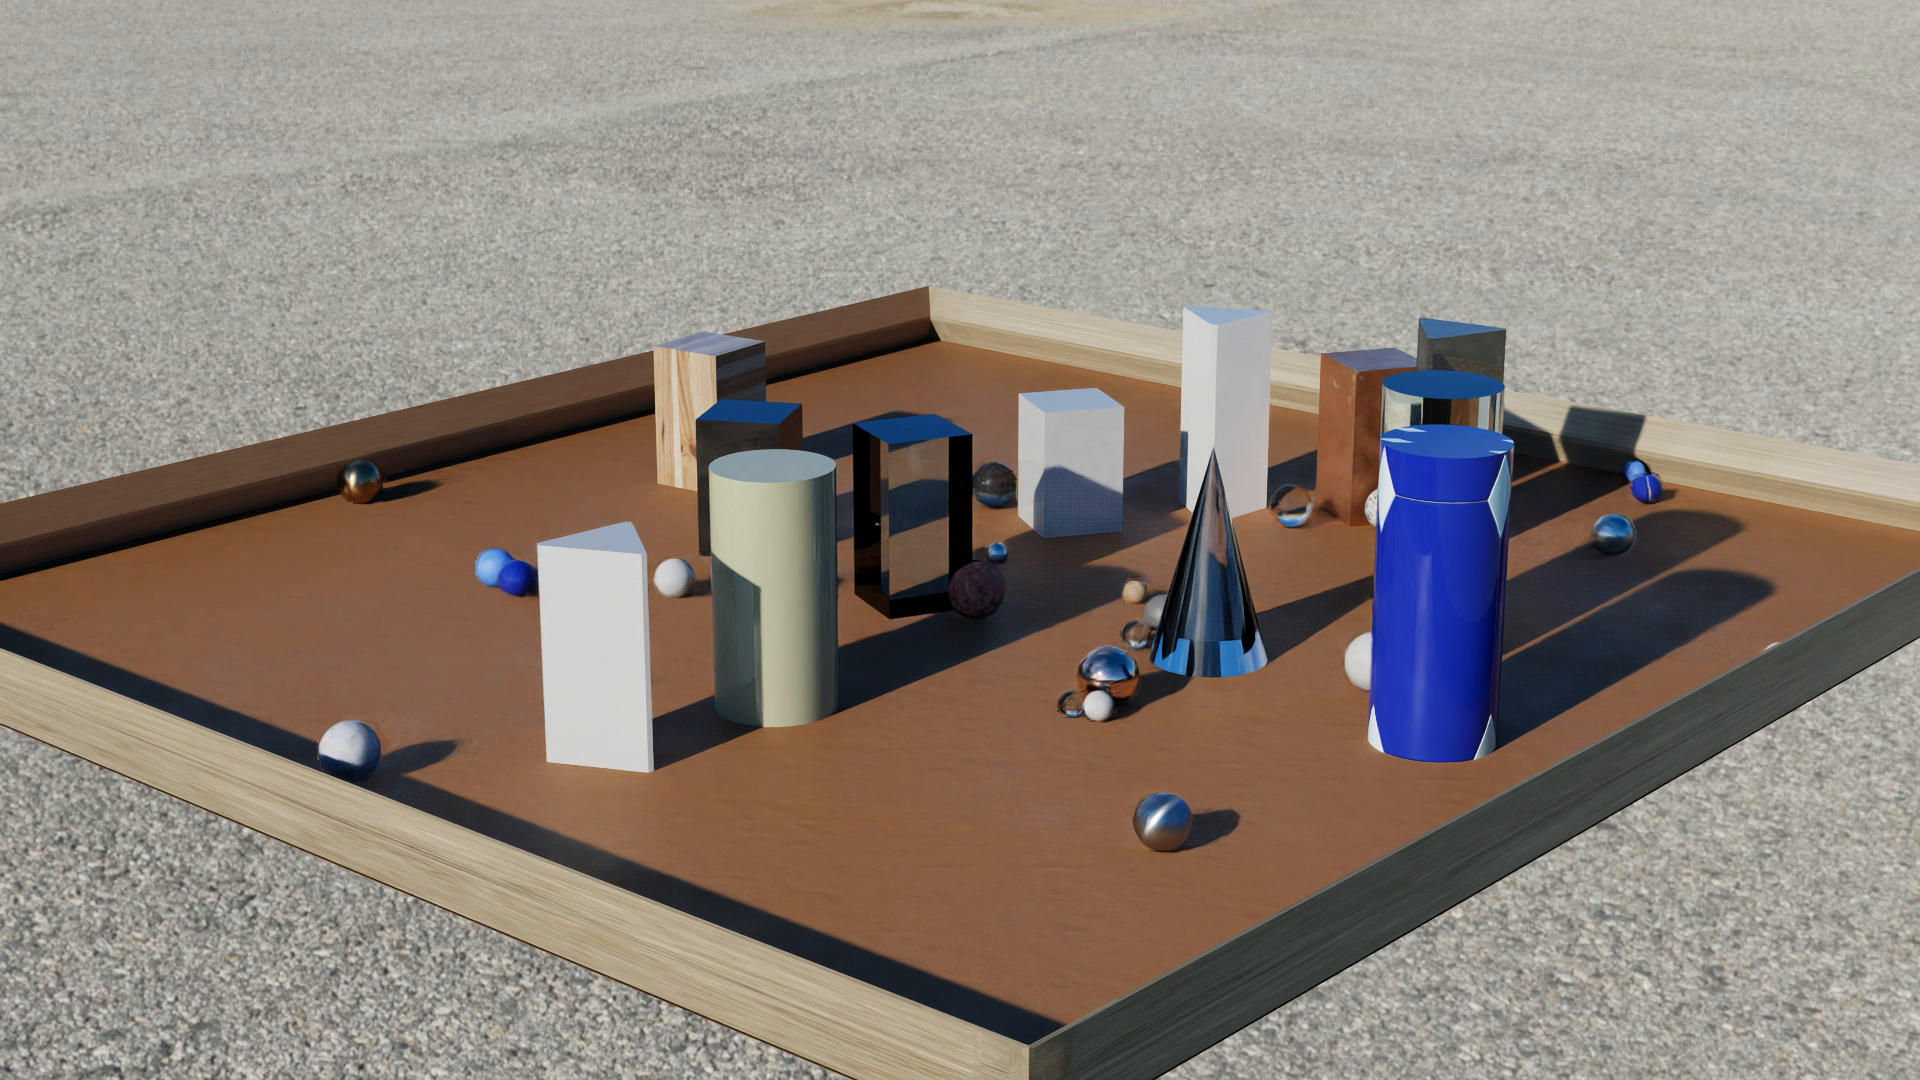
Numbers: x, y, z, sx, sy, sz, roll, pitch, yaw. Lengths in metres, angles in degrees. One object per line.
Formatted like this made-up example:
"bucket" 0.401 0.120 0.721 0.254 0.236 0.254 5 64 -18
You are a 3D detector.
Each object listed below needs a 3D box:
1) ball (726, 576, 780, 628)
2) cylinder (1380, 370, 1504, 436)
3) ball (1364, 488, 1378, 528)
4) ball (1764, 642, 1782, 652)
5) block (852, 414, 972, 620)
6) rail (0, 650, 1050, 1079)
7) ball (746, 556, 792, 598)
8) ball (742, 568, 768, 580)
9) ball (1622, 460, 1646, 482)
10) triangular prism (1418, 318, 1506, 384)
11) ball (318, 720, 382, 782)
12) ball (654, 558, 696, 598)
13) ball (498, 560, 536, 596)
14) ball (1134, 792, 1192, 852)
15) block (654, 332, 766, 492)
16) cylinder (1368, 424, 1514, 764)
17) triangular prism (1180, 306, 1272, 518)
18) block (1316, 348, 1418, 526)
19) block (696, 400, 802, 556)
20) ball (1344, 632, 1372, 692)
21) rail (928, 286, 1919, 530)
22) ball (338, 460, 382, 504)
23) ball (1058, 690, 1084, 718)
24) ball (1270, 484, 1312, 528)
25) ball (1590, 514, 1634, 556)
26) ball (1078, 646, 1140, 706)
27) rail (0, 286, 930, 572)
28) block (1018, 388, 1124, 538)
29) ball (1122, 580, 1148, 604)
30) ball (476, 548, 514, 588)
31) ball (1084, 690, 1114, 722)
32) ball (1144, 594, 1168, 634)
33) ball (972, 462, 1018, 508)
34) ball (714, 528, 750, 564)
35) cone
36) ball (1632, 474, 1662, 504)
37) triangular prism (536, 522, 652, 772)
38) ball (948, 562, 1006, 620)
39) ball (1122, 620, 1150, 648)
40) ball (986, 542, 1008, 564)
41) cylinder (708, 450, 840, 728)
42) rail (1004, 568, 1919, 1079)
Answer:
"ball" -0.349 0.105 4.946 0.089 0.089 0.089 0 17 0
"cylinder" 0.774 -0.031 4.761 0.194 0.456 0.194 0 17 0
"ball" 0.801 -0.058 5.494 0.084 0.084 0.084 0 17 0
"ball" 1.316 0.192 4.708 0.059 0.059 0.059 0 17 0
"block" -0.082 -0.042 5.052 0.156 0.309 0.156 -8 18 -24
"rail" -0.946 0.346 4.077 2.745 0.126 0.045 14 22 39
"ball" -0.332 0.067 5.086 0.081 0.081 0.081 0 17 0
"ball" -0.360 0.070 5.141 0.043 0.043 0.043 0 17 0
"ball" 1.339 -0.136 5.821 0.045 0.045 0.045 0 17 0
"triangular prism" 0.880 -0.194 5.384 0.168 0.408 0.146 -9 19 -26
"ball" -0.889 0.307 4.274 0.090 0.090 0.090 0 17 0
"ball" -0.497 0.066 5.106 0.070 0.070 0.070 0 17 0
"ball" -0.773 0.066 5.115 0.065 0.065 0.065 0 17 0
"ball" 0.278 0.387 4.025 0.081 0.081 0.081 0 17 0
"block" -0.492 -0.252 5.799 0.156 0.279 0.156 11 20 33
"cylinder" 0.715 0.079 4.375 0.194 0.468 0.194 0 17 0
"triangular prism" 0.479 -0.246 5.595 0.168 0.385 0.146 -16 23 -42
"block" 0.785 -0.197 5.579 0.156 0.301 0.156 -5 18 -17
"block" -0.383 -0.111 5.371 0.156 0.257 0.156 4 17 12
"ball" 0.655 0.193 4.641 0.096 0.096 0.096 0 17 0
"rail" 0.946 -0.283 6.163 2.745 0.126 0.045 14 22 39
"ball" -1.161 -0.114 5.678 0.084 0.084 0.084 0 17 0
"ball" 0.173 0.254 4.534 0.041 0.041 0.041 0 17 0
"ball" 0.623 -0.064 5.519 0.081 0.081 0.081 0 17 0
"ball" 1.188 -0.008 5.342 0.077 0.077 0.077 0 17 0
"ball" 0.232 0.213 4.573 0.097 0.097 0.097 0 17 0
"rail" -1.019 -0.224 5.967 0.045 0.126 2.933 14 22 39
"block" 0.208 -0.146 5.516 0.156 0.240 0.156 -5 17 -16
"ball" 0.303 0.090 5.074 0.043 0.043 0.043 0 17 0
"ball" -0.817 0.049 5.167 0.068 0.068 0.068 0 17 0
"ball" 0.214 0.256 4.515 0.049 0.049 0.049 0 17 0
"ball" 0.344 0.125 4.907 0.072 0.072 0.072 0 17 0
"ball" 0.067 -0.106 5.645 0.088 0.088 0.088 0 17 0
"ball" -0.412 0.012 5.296 0.065 0.065 0.065 0 17 0
"cone" 0.407 0.021 4.756 0.194 0.359 0.194 0 17 0
"ball" 1.330 -0.100 5.679 0.057 0.057 0.057 0 17 0
"triangular prism" -0.515 0.154 4.356 0.168 0.336 0.146 5 17 16
"ball" 0.029 0.087 4.992 0.096 0.096 0.096 0 17 0
"ball" 0.290 0.157 4.847 0.047 0.047 0.047 0 17 0
"ball" 0.067 0.023 5.301 0.040 0.040 0.040 0 17 0
"cylinder" -0.286 0.073 4.533 0.194 0.389 0.194 0 17 0
"rail" 1.019 0.287 4.274 0.045 0.126 2.933 14 22 39
